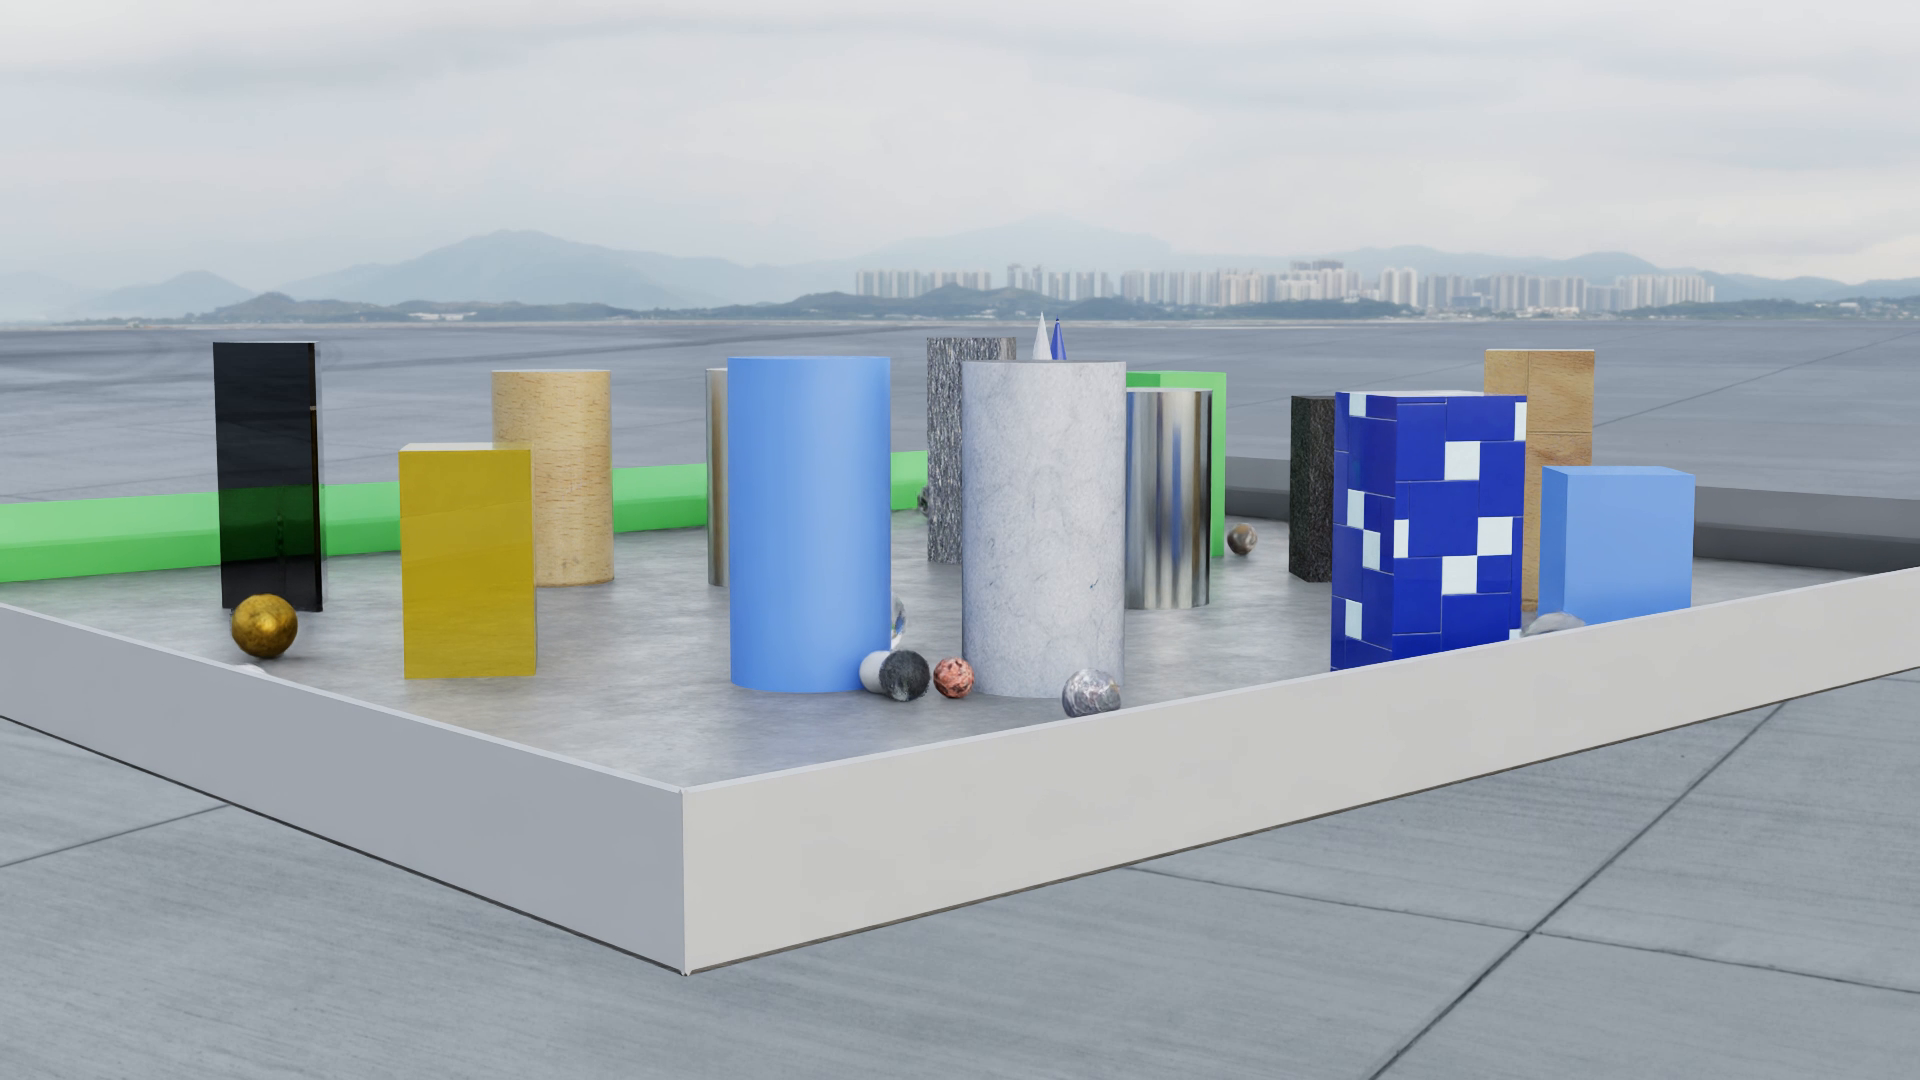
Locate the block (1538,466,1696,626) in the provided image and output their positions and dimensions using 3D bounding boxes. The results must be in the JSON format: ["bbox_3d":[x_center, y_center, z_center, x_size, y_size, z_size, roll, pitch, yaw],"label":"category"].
[{"bbox_3d":[0.835,0.031,2.808,0.155,0.241,0.155,0,6,3],"label":"block"}]

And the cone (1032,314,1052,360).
[{"bbox_3d":[0.109,-0.084,2.935,0.194,0.443,0.194,0,6,0],"label":"cone"}]

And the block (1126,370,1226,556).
[{"bbox_3d":[0.370,-0.138,3.986,0.155,0.331,0.155,-4,7,-35],"label":"block"}]

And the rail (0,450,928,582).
[{"bbox_3d":[-0.835,-0.062,4.232,2.817,0.126,0.045,-6,8,-42],"label":"rail"}]

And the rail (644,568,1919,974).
[{"bbox_3d":[0.835,0.127,2.432,2.817,0.126,0.045,-6,8,-42],"label":"rail"}]

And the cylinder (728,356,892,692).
[{"bbox_3d":[-0.180,-0.025,2.638,0.194,0.387,0.194,0,6,0],"label":"cylinder"}]

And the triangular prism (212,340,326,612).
[{"bbox_3d":[-1.003,-0.100,3.314,0.168,0.396,0.145,2,6,17],"label":"triangular prism"}]

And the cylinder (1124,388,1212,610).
[{"bbox_3d":[0.285,-0.067,3.347,0.194,0.323,0.194,0,6,0],"label":"cylinder"}]

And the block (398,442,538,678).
[{"bbox_3d":[-0.607,0.021,2.731,0.155,0.276,0.155,-1,6,-9],"label":"block"}]

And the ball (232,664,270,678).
[{"bbox_3d":[-0.776,0.165,2.386,0.062,0.062,0.062,0,6,0],"label":"ball"}]

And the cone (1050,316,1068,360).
[{"bbox_3d":[0.184,-0.210,4.173,0.194,0.435,0.194,0,6,0],"label":"cone"}]

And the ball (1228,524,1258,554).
[{"bbox_3d":[0.513,0.000,3.999,0.054,0.054,0.054,0,6,0],"label":"ball"}]

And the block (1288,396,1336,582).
[{"bbox_3d":[0.642,-0.088,3.660,0.155,0.299,0.155,0,6,-3],"label":"block"}]

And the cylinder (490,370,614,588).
[{"bbox_3d":[-0.668,-0.105,3.610,0.194,0.345,0.194,0,6,0],"label":"cylinder"}]

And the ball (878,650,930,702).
[{"bbox_3d":[-0.064,0.154,2.506,0.059,0.059,0.059,0,6,0],"label":"ball"}]

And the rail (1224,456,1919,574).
[{"bbox_3d":[1.018,-0.065,4.266,0.045,0.126,2.511,-6,8,-42],"label":"rail"}]

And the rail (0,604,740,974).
[{"bbox_3d":[-1.018,0.131,2.398,0.045,0.126,2.511,-6,8,-42],"label":"rail"}]

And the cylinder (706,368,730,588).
[{"bbox_3d":[-0.316,-0.105,3.590,0.194,0.348,0.194,0,6,0],"label":"cylinder"}]

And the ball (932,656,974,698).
[{"bbox_3d":[-0.008,0.158,2.528,0.047,0.047,0.047,0,6,0],"label":"ball"}]

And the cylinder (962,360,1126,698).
[{"bbox_3d":[0.099,-0.019,2.606,0.194,0.383,0.194,0,6,0],"label":"cylinder"}]

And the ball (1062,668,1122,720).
[{"bbox_3d":[0.141,0.168,2.349,0.064,0.064,0.064,0,6,0],"label":"ball"}]

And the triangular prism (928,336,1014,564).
[{"bbox_3d":[0.053,-0.160,3.886,0.168,0.395,0.145,5,8,37],"label":"triangular prism"}]

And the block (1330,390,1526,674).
[{"bbox_3d":[0.523,0.011,2.473,0.155,0.351,0.155,-2,6,-15],"label":"block"}]

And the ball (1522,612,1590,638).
[{"bbox_3d":[0.711,0.129,2.610,0.088,0.088,0.088,0,6,0],"label":"ball"}]

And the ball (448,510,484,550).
[{"bbox_3d":[-0.915,-0.019,4.095,0.073,0.073,0.073,0,6,0],"label":"ball"}]

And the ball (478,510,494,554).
[{"bbox_3d":[-0.835,-0.014,3.999,0.082,0.082,0.082,0,6,0],"label":"ball"}]

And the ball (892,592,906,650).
[{"bbox_3d":[-0.115,0.104,2.821,0.094,0.094,0.094,0,6,0],"label":"ball"}]

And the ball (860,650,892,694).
[{"bbox_3d":[-0.091,0.153,2.556,0.050,0.050,0.050,0,6,0],"label":"ball"}]

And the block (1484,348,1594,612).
[{"bbox_3d":[0.866,-0.093,3.303,0.155,0.384,0.155,2,6,15],"label":"block"}]

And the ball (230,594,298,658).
[{"bbox_3d":[-0.890,0.110,2.814,0.083,0.083,0.083,0,6,0],"label":"ball"}]

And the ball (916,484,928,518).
[{"bbox_3d":[-0.051,-0.081,4.642,0.081,0.081,0.081,0,6,0],"label":"ball"}]
